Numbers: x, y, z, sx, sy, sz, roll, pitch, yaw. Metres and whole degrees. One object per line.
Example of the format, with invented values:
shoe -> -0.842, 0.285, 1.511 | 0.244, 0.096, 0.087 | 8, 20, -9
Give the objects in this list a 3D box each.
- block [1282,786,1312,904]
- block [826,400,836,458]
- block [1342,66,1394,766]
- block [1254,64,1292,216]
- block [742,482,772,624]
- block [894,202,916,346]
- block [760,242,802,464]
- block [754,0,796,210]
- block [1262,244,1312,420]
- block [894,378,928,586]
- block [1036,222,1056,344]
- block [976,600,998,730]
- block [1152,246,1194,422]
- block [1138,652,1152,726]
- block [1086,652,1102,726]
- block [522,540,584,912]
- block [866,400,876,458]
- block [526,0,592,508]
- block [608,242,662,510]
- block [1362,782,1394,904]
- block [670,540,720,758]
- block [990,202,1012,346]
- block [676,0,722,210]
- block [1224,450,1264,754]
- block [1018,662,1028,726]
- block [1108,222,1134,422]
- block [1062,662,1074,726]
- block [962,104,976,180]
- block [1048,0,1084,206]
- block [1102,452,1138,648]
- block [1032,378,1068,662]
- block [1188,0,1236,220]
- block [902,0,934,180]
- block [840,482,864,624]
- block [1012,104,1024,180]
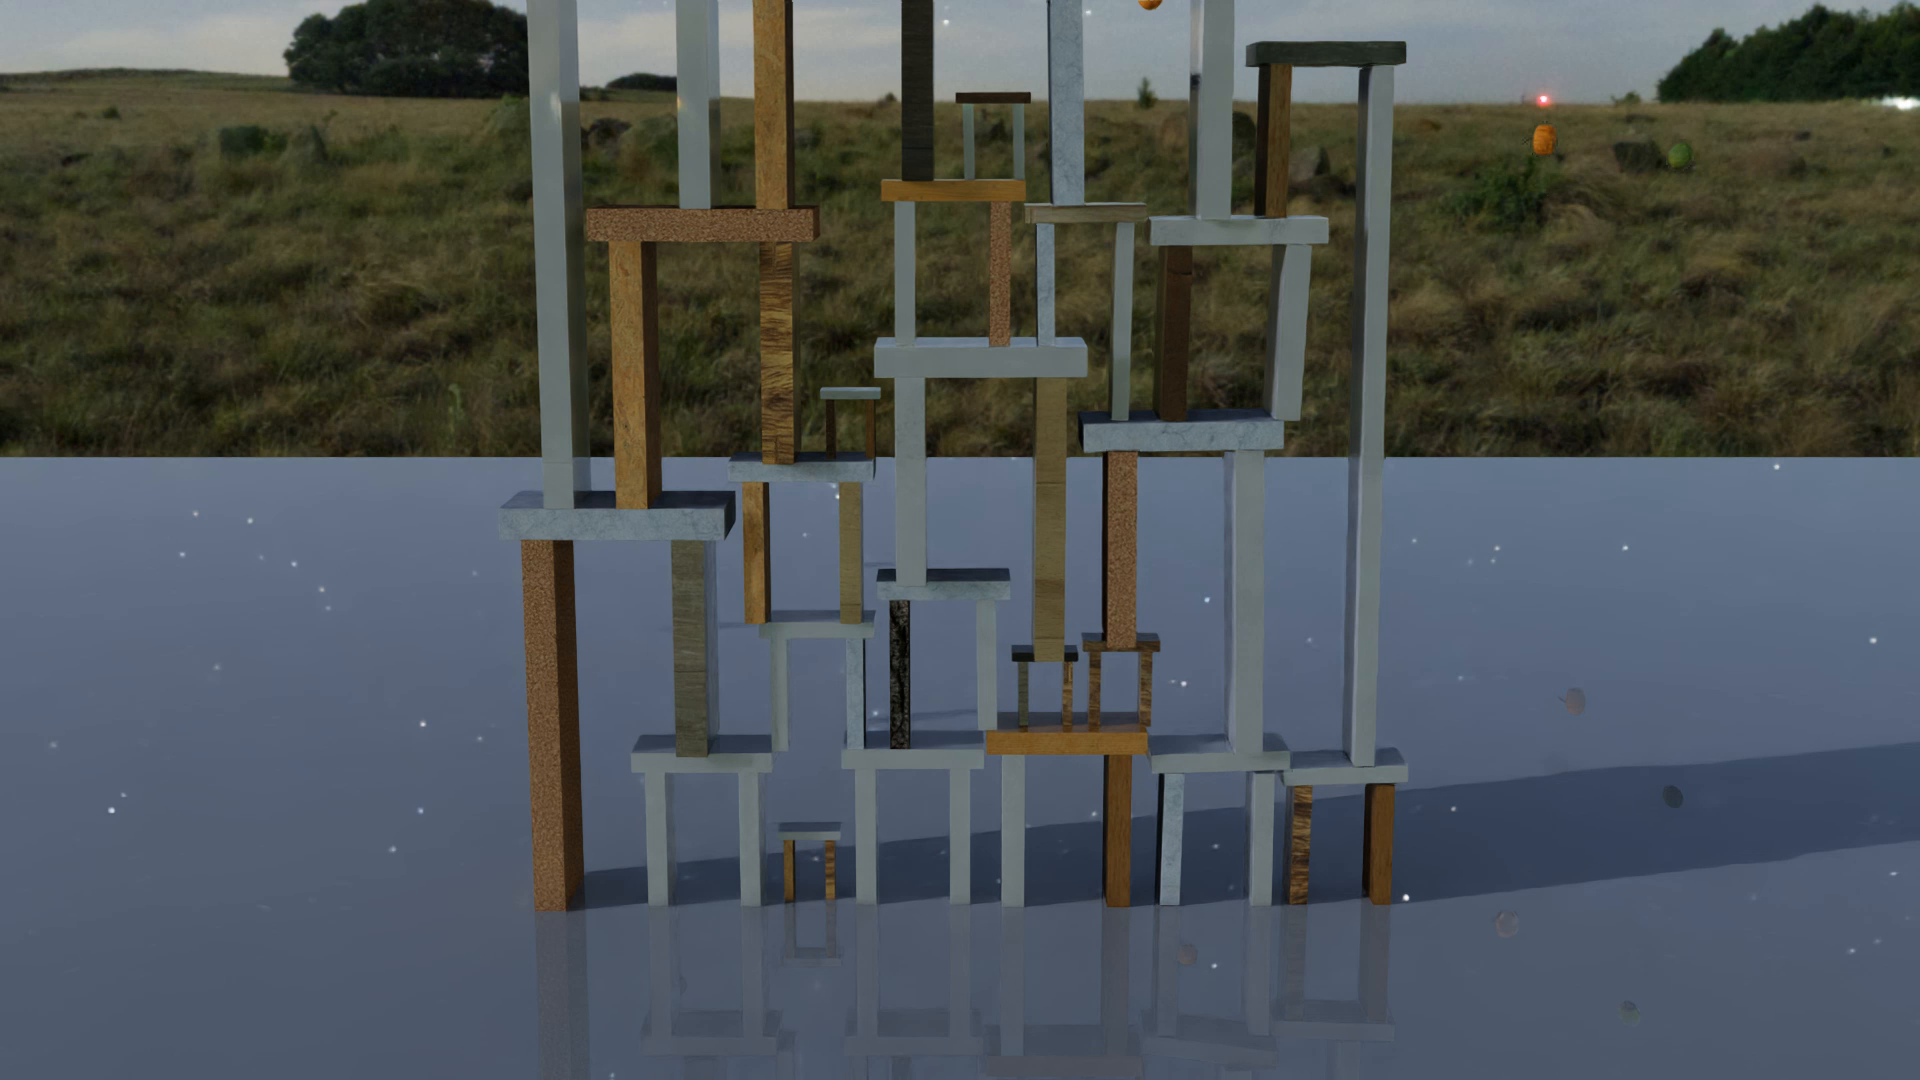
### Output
block -> 0.559, 0.491, 3.647 | 0.029, 0.203, 0.101 | 1, 11, 1
block -> -0.206, -0.181, 3.524 | 0.014, 0.095, 0.048 | 0, 11, 0
block -> 0.653, -0.190, 3.529 | 0.033, 1.112, 0.116 | 0, 10, 0
block -> 0.490, -0.626, 3.450 | 0.033, 0.231, 0.116 | 1, 10, -1
block -> -0.328, 0.011, 3.558 | 0.033, 0.229, 0.115 | 0, 11, 0
block -> -0.086, -0.425, 3.482 | 0.032, 0.223, 0.112 | 0, 11, 0
block -> -0.285, -0.305, 3.503 | 0.049, 0.347, 0.174 | 0, 11, 0
block -> -0.289, -0.711, 3.429 | 0.048, 0.381, 0.169 | 0, 11, 0
block -> 0.520, -0.335, 3.499 | 0.039, 0.275, 0.137 | 2, 11, -1
block -> -0.078, -0.105, 3.536 | 0.047, 0.332, 0.166 | 0, 11, 0
block -> 0.135, -0.408, 3.481 | 0.027, 0.189, 0.094 | -1, 11, 0
block -> 0.044, 0.193, 3.598 | 0.030, 0.215, 0.108 | -1, 11, 0
block -> 0.337, -0.334, 3.498 | 0.039, 0.274, 0.137 | 1, 11, -1
block -> 0.303, 0.237, 3.606 | 0.018, 0.125, 0.063 | 0, 11, 0
block -> 0.219, 0.237, 3.605 | 0.018, 0.125, 0.063 | 0, 11, 0
block -> -0.668, 0.287, 3.617 | 0.050, 0.615, 0.178 | 0, 11, 0
block -> -0.143, -0.181, 3.525 | 0.014, 0.095, 0.048 | 0, 11, 0
block -> -0.631, -0.459, 3.473 | 0.048, 0.803, 0.168 | 0, 11, 0
block -> -0.516, -0.270, 3.509 | 0.049, 0.418, 0.174 | 0, 11, 0
block -> 0.693, 0.491, 3.647 | 0.029, 0.203, 0.101 | 0, 11, 0
block -> -0.431, 0.159, 3.593 | 0.050, 0.355, 0.178 | 0, 10, 0
block -> 0.063, -0.426, 3.483 | 0.032, 0.223, 0.112 | 0, 11, 0
block -> -0.407, -0.689, 3.429 | 0.048, 0.336, 0.168 | 0, 11, 0
block -> 0.462, 0.088, 3.581 | 0.045, 0.497, 0.158 | -1, 11, 0
block -> 0.103, 0.246, 3.609 | 0.015, 0.107, 0.054 | -1, 11, 0
block -> 0.255, -0.350, 3.493 | 0.027, 0.311, 0.095 | 1, 11, 0
block -> 0.176, 0.246, 3.609 | 0.015, 0.107, 0.054 | 0, 11, 0
block -> 0.014, -0.624, 3.443 | 0.017, 0.117, 0.059 | -1, 11, 0
block -> 0.165, -0.692, 3.426 | 0.047, 0.334, 0.167 | -1, 11, 0
block -> 0.258, 0.003, 3.559 | 0.045, 0.315, 0.158 | 0, 11, 0
block -> 0.143, -0.045, 3.548 | 0.047, 0.455, 0.166 | 0, 11, 0
block -> 0.391, -0.684, 3.430 | 0.047, 0.359, 0.167 | 0, 11, -1
block -> -0.065, -0.733, 3.425 | 0.048, 0.338, 0.169 | 0, 11, 0
block -> -0.175, 0.011, 3.558 | 0.033, 0.229, 0.115 | 0, 11, 0
block -> 0.091, -0.624, 3.443 | 0.017, 0.117, 0.059 | -1, 11, 0
